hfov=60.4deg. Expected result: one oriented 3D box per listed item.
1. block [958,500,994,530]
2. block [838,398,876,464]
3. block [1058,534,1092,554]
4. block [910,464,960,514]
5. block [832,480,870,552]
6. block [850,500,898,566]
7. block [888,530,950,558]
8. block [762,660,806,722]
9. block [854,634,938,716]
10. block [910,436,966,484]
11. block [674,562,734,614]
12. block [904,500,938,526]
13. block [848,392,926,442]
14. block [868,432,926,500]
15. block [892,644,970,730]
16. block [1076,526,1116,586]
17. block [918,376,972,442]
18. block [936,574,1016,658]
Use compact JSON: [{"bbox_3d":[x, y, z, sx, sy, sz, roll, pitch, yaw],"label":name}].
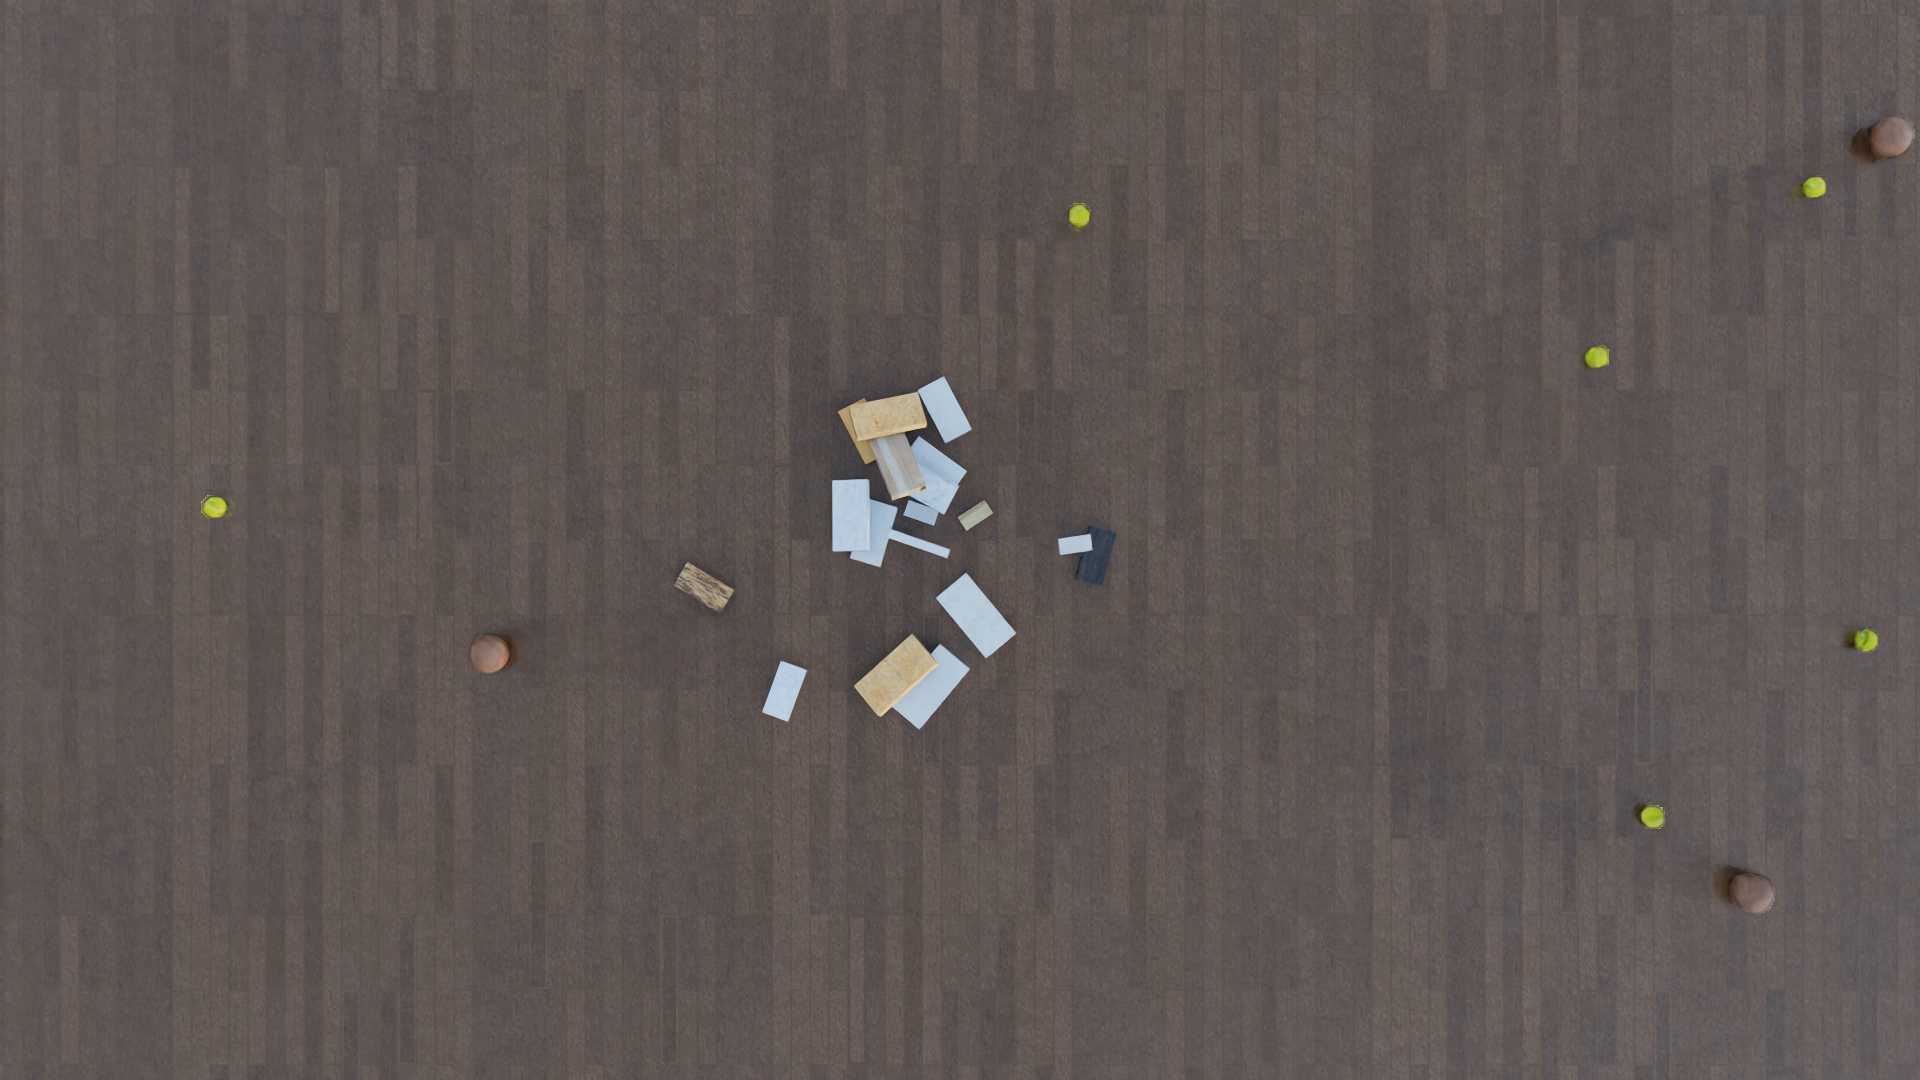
[{"bbox_3d":[0.051,-0.082,5.492,0.106,0.015,0.053,-34,90,0],"label":"block"},{"bbox_3d":[-0.315,-0.361,5.486,0.099,0.028,0.198,-28,90,0],"label":"block"},{"bbox_3d":[0.383,0.015,5.476,0.106,0.015,0.053,-9,83,15],"label":"block"},{"bbox_3d":[-0.118,-0.181,5.464,0.206,0.029,0.103,29,110,3],"label":"block"},{"bbox_3d":[-0.361,-0.080,5.462,0.117,0.033,0.235,-2,86,13],"label":"block"},{"bbox_3d":[-0.286,-0.024,5.485,0.103,0.029,0.206,17,90,0],"label":"block"},{"bbox_3d":[-0.135,0.012,5.448,0.206,0.103,0.029,19,90,0],"label":"block"},{"bbox_3d":[-0.583,0.502,5.487,0.090,0.026,0.181,20,90,0],"label":"block"},{"bbox_3d":[-0.210,0.448,5.457,0.260,0.037,0.130,-42,73,3],"label":"block"},{"bbox_3d":[-0.086,-0.247,5.486,0.198,0.028,0.099,36,90,0],"label":"block"},{"bbox_3d":[-0.850,0.158,5.487,0.181,0.026,0.090,31,90,0],"label":"block"},{"bbox_3d":[-0.129,-0.091,5.492,0.106,0.015,0.053,19,90,0],"label":"block"},{"bbox_3d":[-0.239,-0.407,5.442,0.235,0.033,0.117,-12,67,-10],"label":"block"},{"bbox_3d":[-0.209,-0.258,5.413,0.117,0.033,0.244,-18,68,-12],"label":"block"},{"bbox_3d":[-0.101,0.486,5.482,0.130,0.037,0.260,40,90,0],"label":"block"},{"bbox_3d":[0.451,0.053,5.487,0.090,0.026,0.181,15,90,0],"label":"block"},{"bbox_3d":[-0.051,-0.432,5.486,0.099,0.028,0.198,-28,90,0],"label":"block"},{"bbox_3d":[0.053,0.250,5.482,0.130,0.037,0.260,-40,90,0],"label":"block"}]
